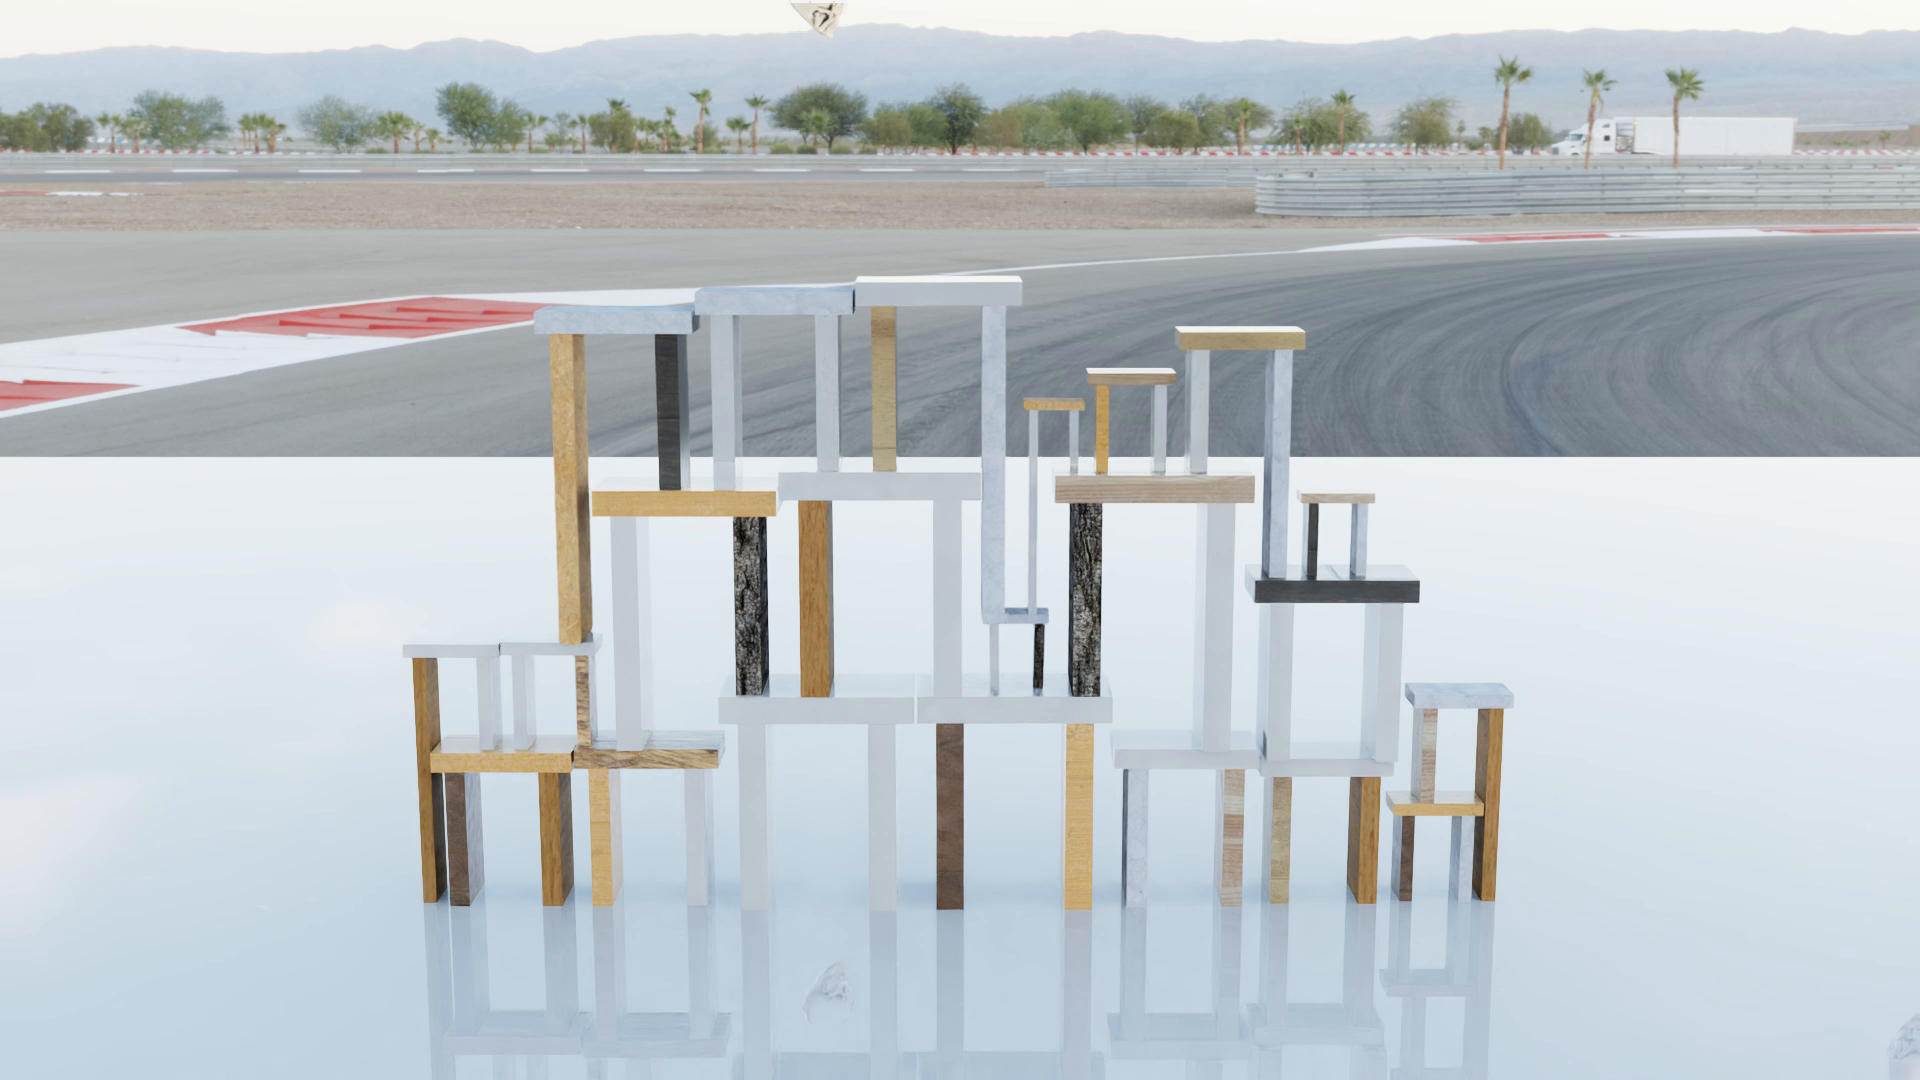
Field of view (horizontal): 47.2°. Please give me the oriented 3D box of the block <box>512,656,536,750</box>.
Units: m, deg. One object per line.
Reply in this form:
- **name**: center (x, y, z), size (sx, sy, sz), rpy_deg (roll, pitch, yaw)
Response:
- **block**: center (-0.714, 0.257, 3.603), size (0.022, 0.158, 0.076), rpy_deg (0, 11, 0)

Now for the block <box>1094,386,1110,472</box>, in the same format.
- **block**: center (0.226, -0.183, 3.523), size (0.020, 0.138, 0.069), rpy_deg (0, 11, 0)

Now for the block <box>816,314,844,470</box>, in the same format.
- **block**: center (-0.209, -0.242, 3.512), size (0.035, 0.246, 0.123), rpy_deg (0, 11, 0)

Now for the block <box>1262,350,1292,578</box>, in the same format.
- **block**: center (0.509, -0.128, 3.534), size (0.028, 0.366, 0.098), rpy_deg (0, 11, 0)

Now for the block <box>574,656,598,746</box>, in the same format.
- **block**: center (-0.612, 0.254, 3.604), size (0.022, 0.152, 0.076), rpy_deg (0, 10, -1)

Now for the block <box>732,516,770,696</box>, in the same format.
- **block**: center (-0.340, 0.093, 3.582), size (0.041, 0.292, 0.146), rpy_deg (0, 11, 0)

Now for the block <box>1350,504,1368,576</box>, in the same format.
- **block**: center (0.645, -0.006, 3.554), size (0.017, 0.118, 0.059), rpy_deg (0, 11, 0)

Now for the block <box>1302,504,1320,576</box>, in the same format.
- **block**: center (0.566, -0.006, 3.554), size (0.017, 0.118, 0.059), rpy_deg (0, 11, 0)

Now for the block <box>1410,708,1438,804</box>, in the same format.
- **block**: center (0.765, 0.346, 3.627), size (0.023, 0.161, 0.081), rpy_deg (0, 11, 0)

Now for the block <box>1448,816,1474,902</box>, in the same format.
- **block**: center (0.834, 0.518, 3.656), size (0.021, 0.147, 0.073), rpy_deg (0, 11, 0)

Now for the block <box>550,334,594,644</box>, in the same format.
- **block**: center (-0.626, -0.088, 3.549), size (0.035, 0.498, 0.123), rpy_deg (0, 10, -1)

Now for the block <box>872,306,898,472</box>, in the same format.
- **block**: center (-0.120, -0.249, 3.510), size (0.037, 0.260, 0.130), rpy_deg (0, 11, 0)

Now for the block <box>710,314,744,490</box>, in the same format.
- **block**: center (-0.372, -0.226, 3.515), size (0.035, 0.278, 0.123), rpy_deg (0, 11, 0)

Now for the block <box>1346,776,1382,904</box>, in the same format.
- **block**: center (0.670, 0.482, 3.654), size (0.031, 0.217, 0.108), rpy_deg (0, 11, 0)

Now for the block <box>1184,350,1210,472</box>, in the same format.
- **block**: center (0.378, -0.211, 3.516), size (0.028, 0.195, 0.098), rpy_deg (0, 11, 0)

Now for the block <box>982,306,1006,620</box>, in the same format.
- **block**: center (0.053, -0.130, 3.535), size (0.037, 0.503, 0.130), rpy_deg (0, 11, 0)

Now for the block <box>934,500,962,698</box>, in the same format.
- **block**: center (-0.020, 0.081, 3.574), size (0.045, 0.319, 0.160), rpy_deg (0, 11, 0)

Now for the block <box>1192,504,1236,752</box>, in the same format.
- **block**: center (0.413, 0.127, 3.584), size (0.045, 0.406, 0.158), rpy_deg (0, 11, 0)

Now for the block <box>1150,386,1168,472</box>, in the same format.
- **block**: center (0.318, -0.183, 3.523), size (0.020, 0.138, 0.069), rpy_deg (0, 11, 0)

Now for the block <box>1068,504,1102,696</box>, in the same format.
- **block**: center (0.203, 0.082, 3.576), size (0.045, 0.315, 0.157), rpy_deg (0, 11, 0)

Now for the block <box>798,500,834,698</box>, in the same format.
- **block**: center (-0.233, 0.081, 3.573), size (0.045, 0.320, 0.160), rpy_deg (0, 11, 0)

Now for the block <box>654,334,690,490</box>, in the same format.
- **block**: center (-0.460, -0.212, 3.525), size (0.035, 0.247, 0.123), rpy_deg (0, 11, 0)

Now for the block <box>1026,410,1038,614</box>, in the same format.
- **block**: center (0.117, -0.047, 3.550), size (0.014, 0.334, 0.048), rpy_deg (0, 11, 0)

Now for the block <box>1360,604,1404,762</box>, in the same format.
- **block**: center (0.690, 0.218, 3.596), size (0.037, 0.263, 0.131), rpy_deg (0, 11, 0)

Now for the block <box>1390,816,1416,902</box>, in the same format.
- **block**: center (0.736, 0.518, 3.656), size (0.021, 0.147, 0.073), rpy_deg (0, 11, 0)

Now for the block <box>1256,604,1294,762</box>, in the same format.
- **block**: center (0.514, 0.218, 3.596), size (0.037, 0.263, 0.131), rpy_deg (0, 11, 0)

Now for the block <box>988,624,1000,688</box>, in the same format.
- **block**: center (0.056, 0.184, 3.598), size (0.015, 0.107, 0.054), rpy_deg (-1, 11, 0)

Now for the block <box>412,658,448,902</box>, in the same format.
- **block**: center (-0.874, 0.387, 3.627), size (0.022, 0.415, 0.077), rpy_deg (0, 11, 0)

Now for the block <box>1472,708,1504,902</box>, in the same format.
- **block**: center (0.873, 0.428, 3.642), size (0.023, 0.329, 0.081), rpy_deg (0, 11, 0)

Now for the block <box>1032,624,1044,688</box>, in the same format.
- **block**: center (0.129, 0.184, 3.599), size (0.015, 0.107, 0.054), rpy_deg (1, 11, 0)

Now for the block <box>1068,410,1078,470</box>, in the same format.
- **block**: center (0.182, -0.163, 3.529), size (0.014, 0.096, 0.048), rpy_deg (0, 11, 0)

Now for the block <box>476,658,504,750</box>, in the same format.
- **block**: center (-0.771, 0.259, 3.603), size (0.022, 0.155, 0.077), rpy_deg (0, 11, 0)

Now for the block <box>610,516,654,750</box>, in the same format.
- **block**: center (-0.534, 0.139, 3.591), size (0.041, 0.384, 0.146), rpy_deg (0, 11, 0)
